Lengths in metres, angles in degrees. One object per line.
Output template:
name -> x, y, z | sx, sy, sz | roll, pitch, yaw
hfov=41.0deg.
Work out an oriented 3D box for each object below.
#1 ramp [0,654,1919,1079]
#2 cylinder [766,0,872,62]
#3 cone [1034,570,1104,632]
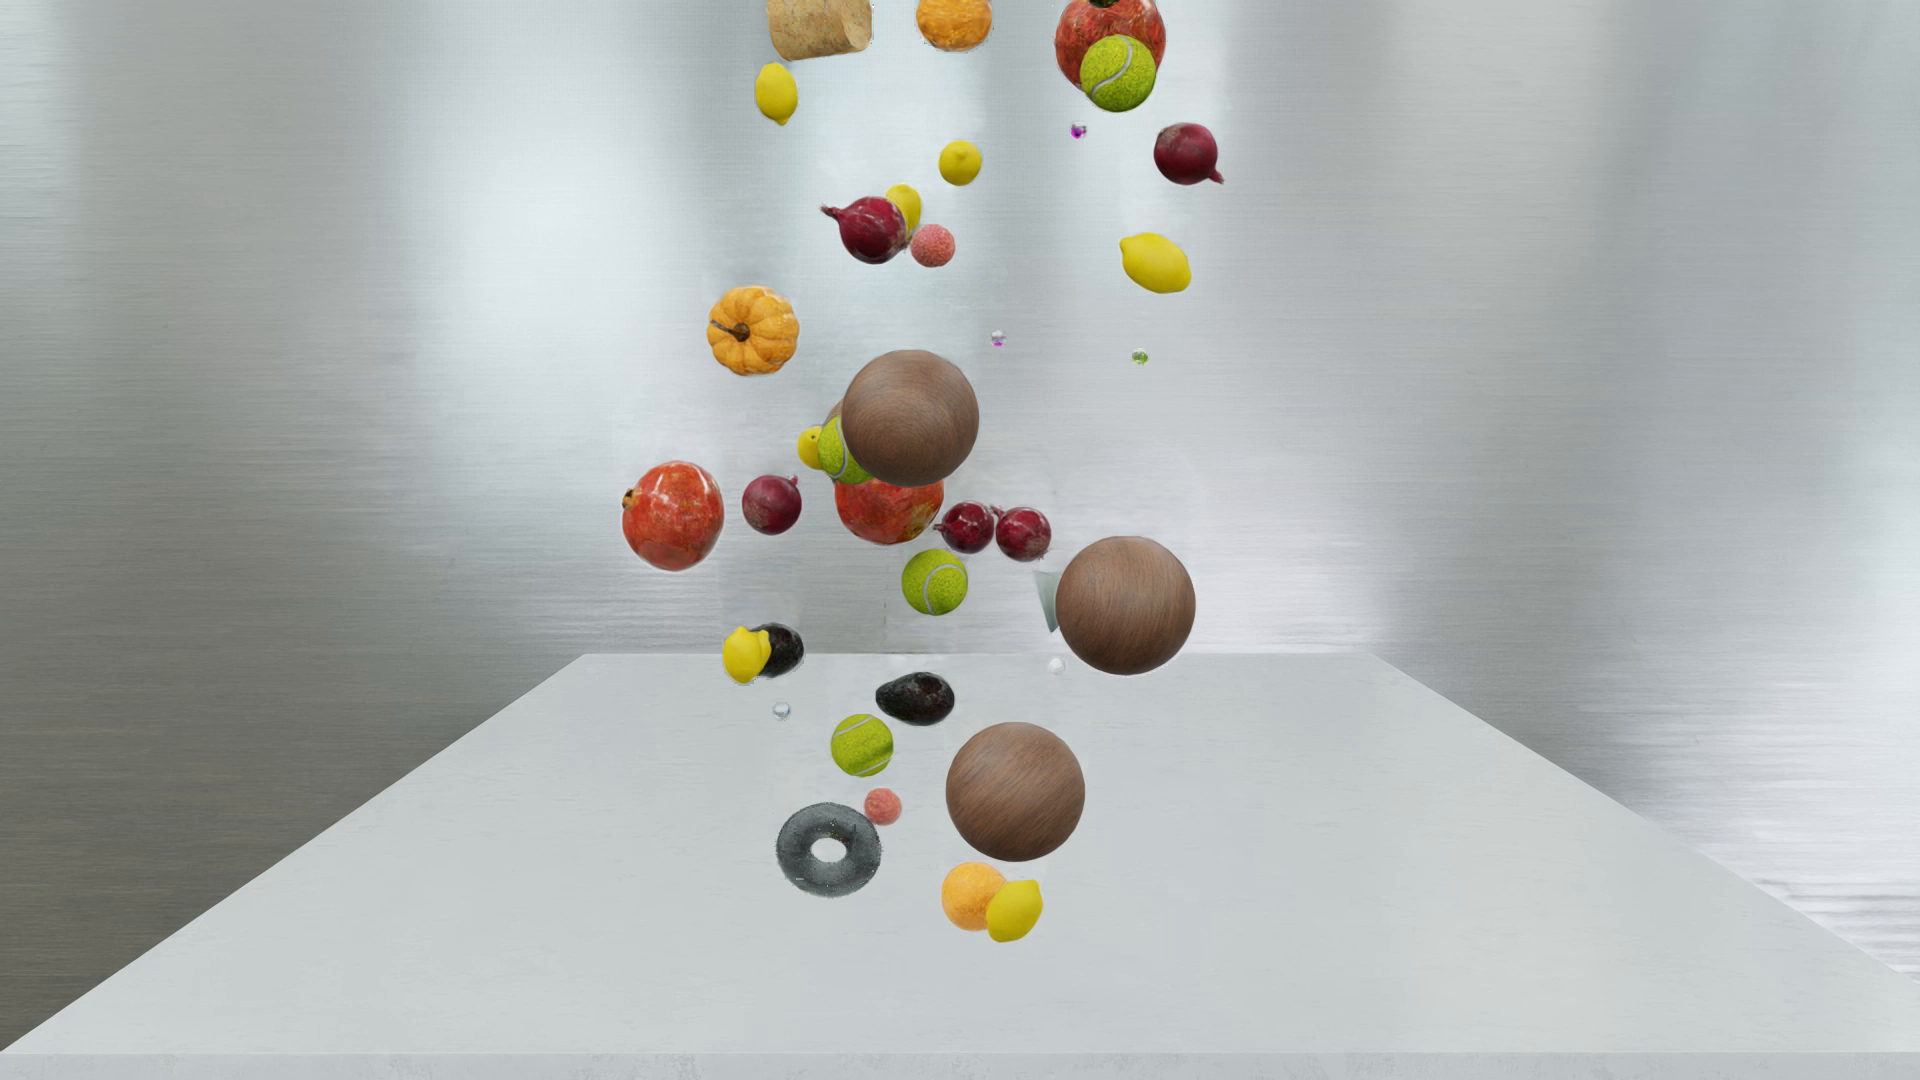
ramp -> 0.049, 0.446, 4.532 | 2.000, 0.100, 4.000 | 0, 3, 0
cylinder -> -0.139, -0.520, 2.553 | 0.079, 0.079, 0.079 | -3, 19, 22
cone -> 0.118, 0.055, 2.665 | 0.067, 0.067, 0.067 | -16, 21, 4
